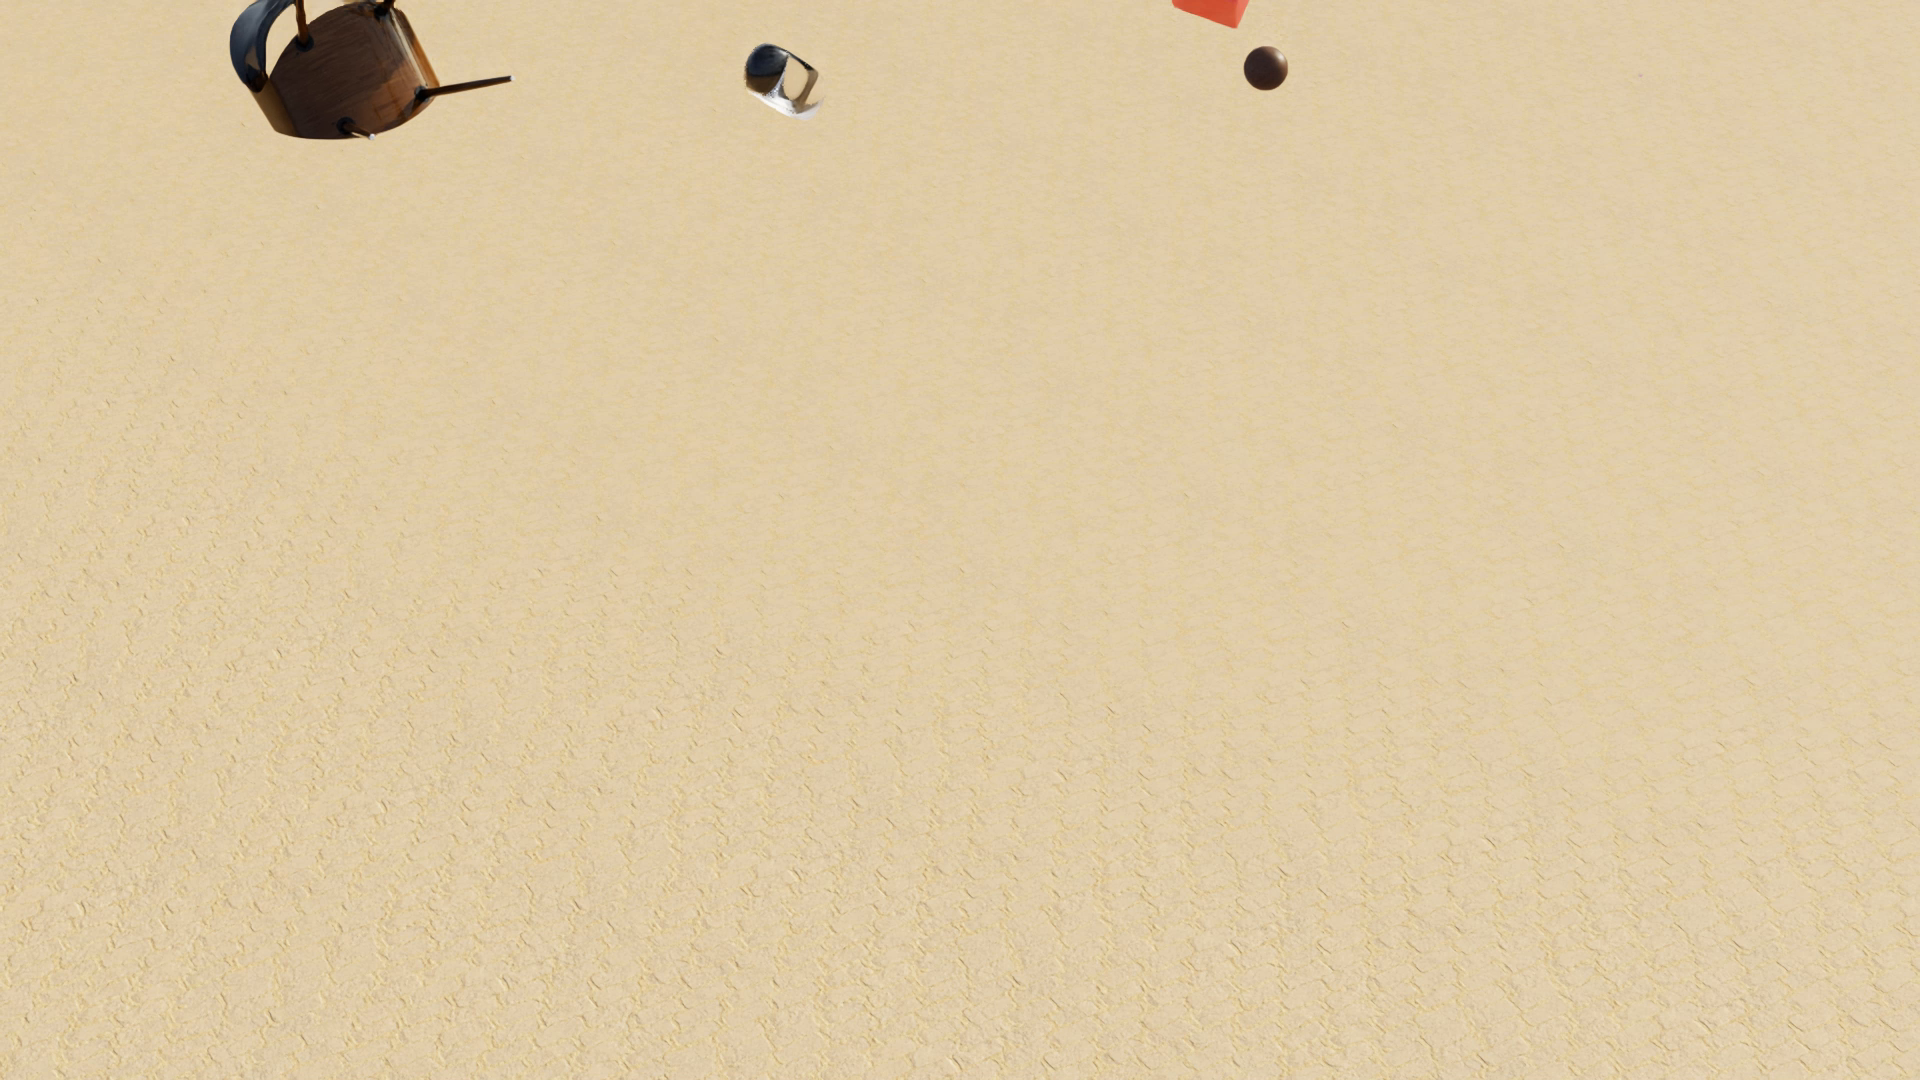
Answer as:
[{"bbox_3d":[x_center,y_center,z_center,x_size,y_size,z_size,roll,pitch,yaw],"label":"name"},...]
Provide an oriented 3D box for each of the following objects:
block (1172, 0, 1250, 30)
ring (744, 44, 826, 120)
[{"bbox_3d":[0.822,-1.797,9.519,0.224,0.173,0.150,22,76,12],"label":"block"},{"bbox_3d":[-0.533,-1.394,8.938,0.173,0.153,0.420,24,1,25],"label":"ring"}]
